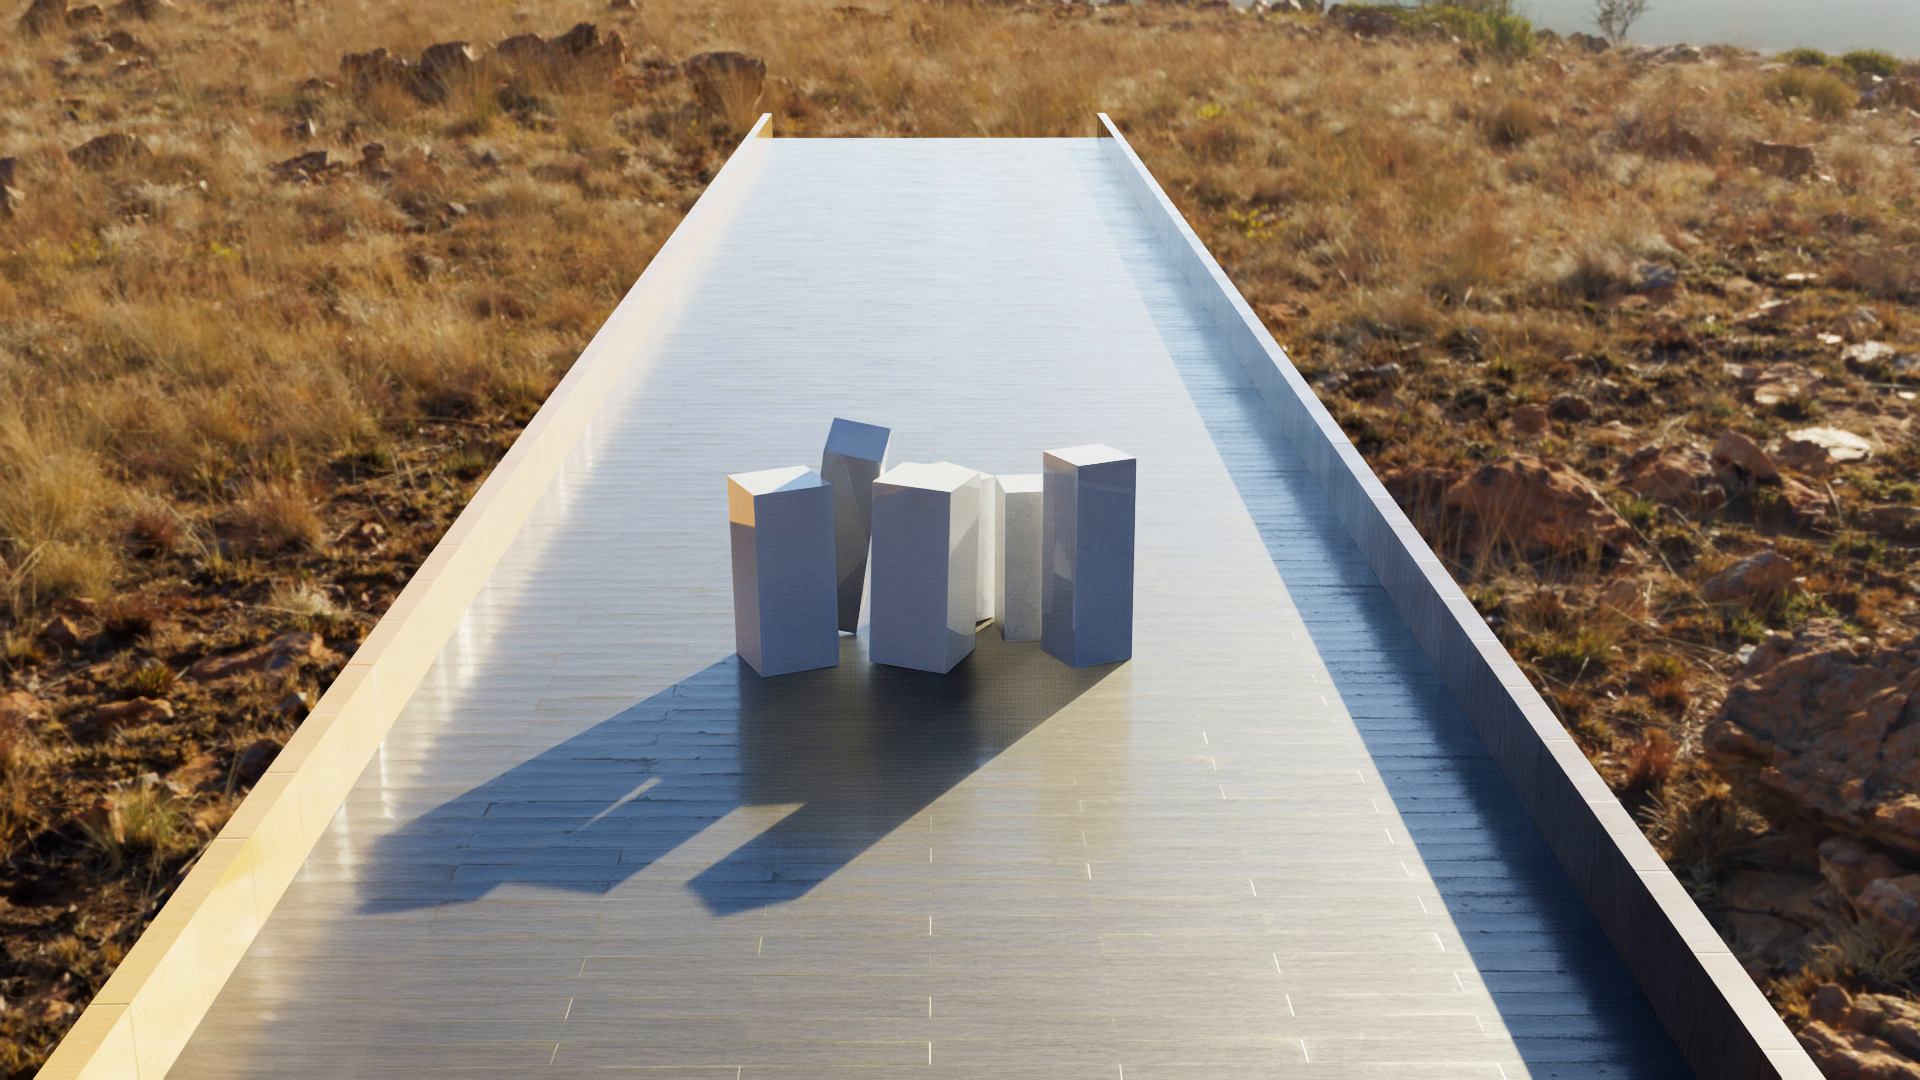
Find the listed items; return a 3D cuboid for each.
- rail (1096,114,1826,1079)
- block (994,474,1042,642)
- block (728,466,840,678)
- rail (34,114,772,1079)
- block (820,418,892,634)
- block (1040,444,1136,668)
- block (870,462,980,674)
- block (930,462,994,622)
[{"bbox_3d":[0.932,-0.844,7.801,0.050,0.150,12.000,0,17,-1],"label":"rail"},{"bbox_3d":[0.150,0.036,4.548,0.137,0.319,0.137,-2,17,-7],"label":"block"},{"bbox_3d":[-0.350,0.060,4.366,0.162,0.372,0.162,-8,19,-22],"label":"block"},{"bbox_3d":[-1.118,-0.838,7.780,0.050,0.150,12.000,0,17,-1],"label":"rail"},{"bbox_3d":[-0.233,-0.025,4.478,0.117,0.450,0.117,11,38,1],"label":"block"},{"bbox_3d":[0.255,0.031,4.393,0.134,0.416,0.134,-9,19,-27],"label":"block"},{"bbox_3d":[-0.070,0.054,4.382,0.164,0.374,0.164,8,18,20],"label":"block"},{"bbox_3d":[-0.043,0.013,4.643,0.164,0.309,0.164,-14,21,-39],"label":"block"}]
